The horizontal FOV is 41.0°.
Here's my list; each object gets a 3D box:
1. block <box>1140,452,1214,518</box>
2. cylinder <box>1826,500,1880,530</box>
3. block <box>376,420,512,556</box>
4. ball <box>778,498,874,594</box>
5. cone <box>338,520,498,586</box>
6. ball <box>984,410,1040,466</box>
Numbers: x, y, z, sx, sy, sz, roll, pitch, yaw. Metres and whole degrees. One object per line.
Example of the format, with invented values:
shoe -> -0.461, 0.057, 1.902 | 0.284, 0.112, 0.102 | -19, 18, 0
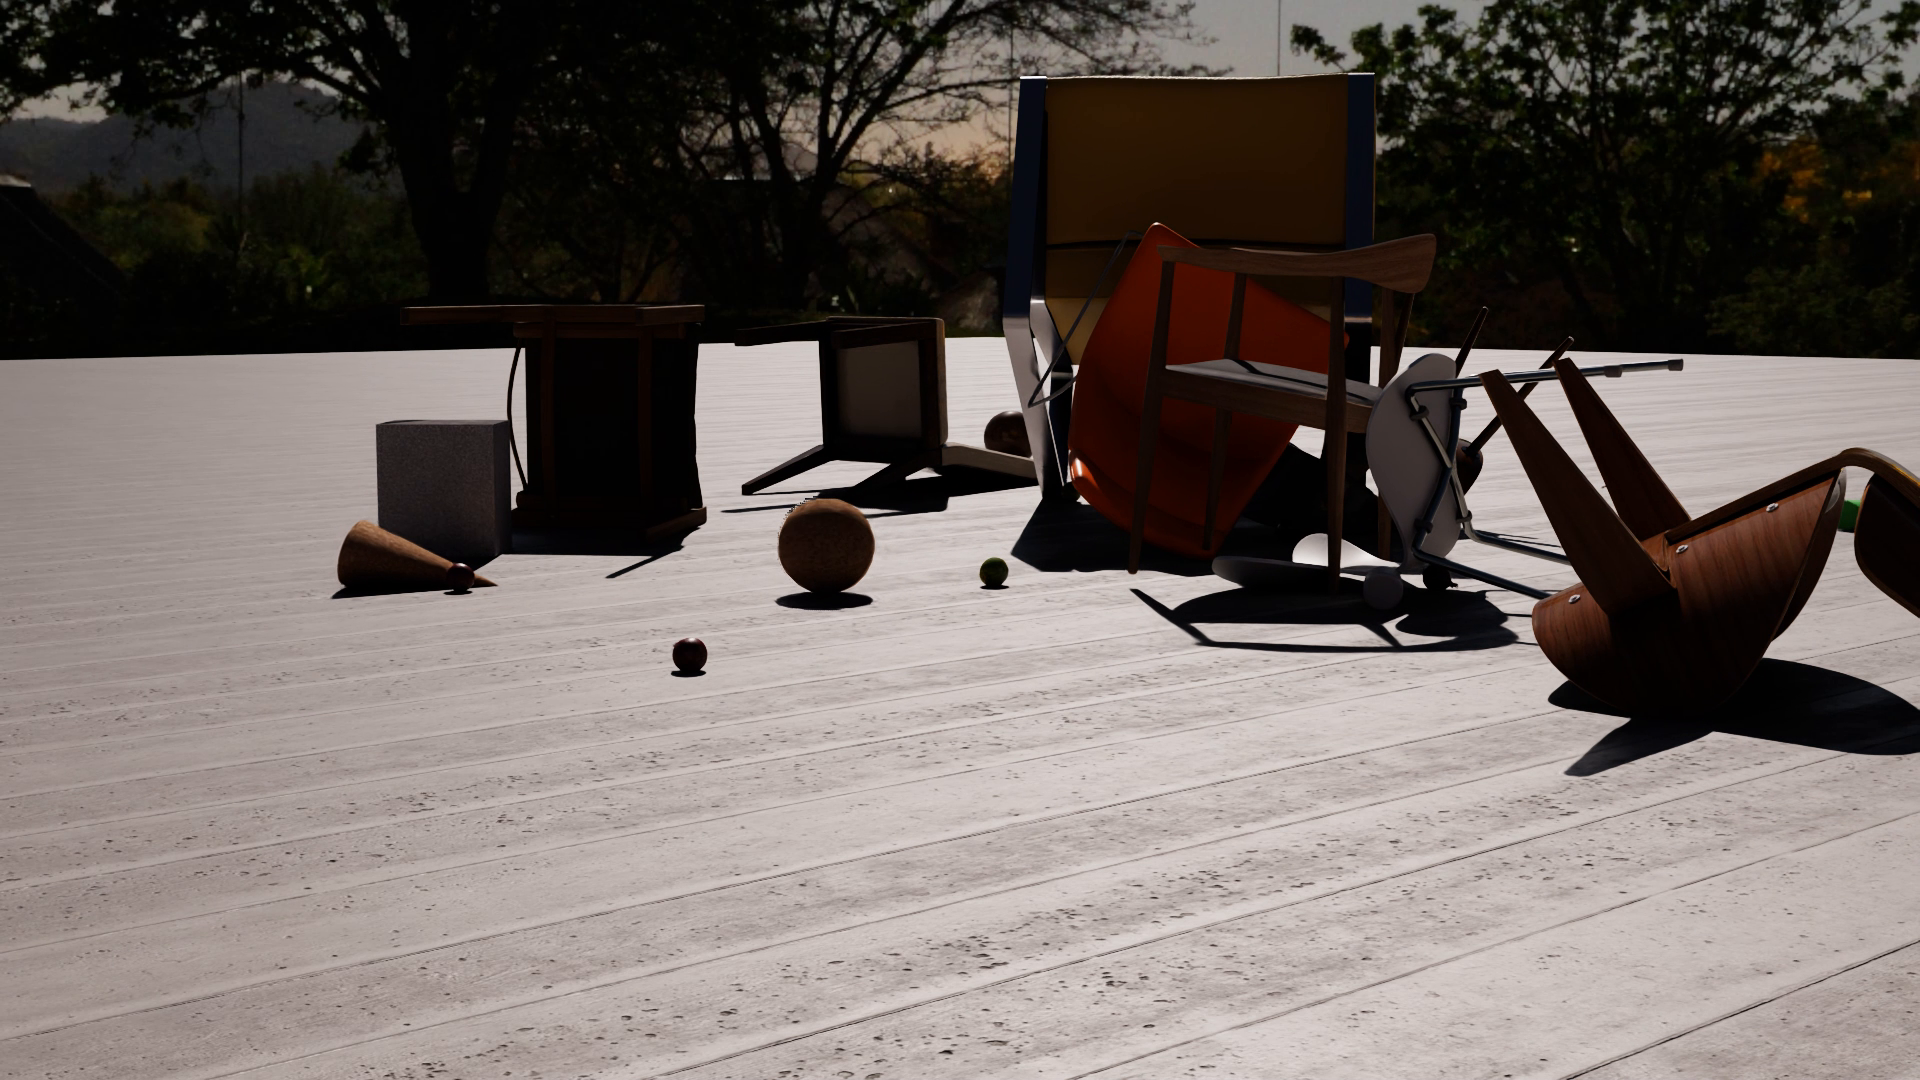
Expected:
block -> 0.598, -0.154, 7.093 | 0.161, 0.166, 0.126 | -5, 8, -41
cylinder -> 2.322, -0.065, 6.673 | 0.069, 0.076, 0.116 | -3, 1, -28
block -> -1.227, -0.126, 6.116 | 0.275, 0.311, 0.202 | 0, 6, 1
ball -> -0.277, 0.012, 5.319 | 0.200, 0.200, 0.200 | 0, 6, 0
cone -> -1.134, 0.063, 5.462 | 0.317, 0.141, 0.262 | 13, 4, 1
ball -> 0.178, -0.353, 8.901 | 0.192, 0.192, 0.192 | 0, 6, 0
